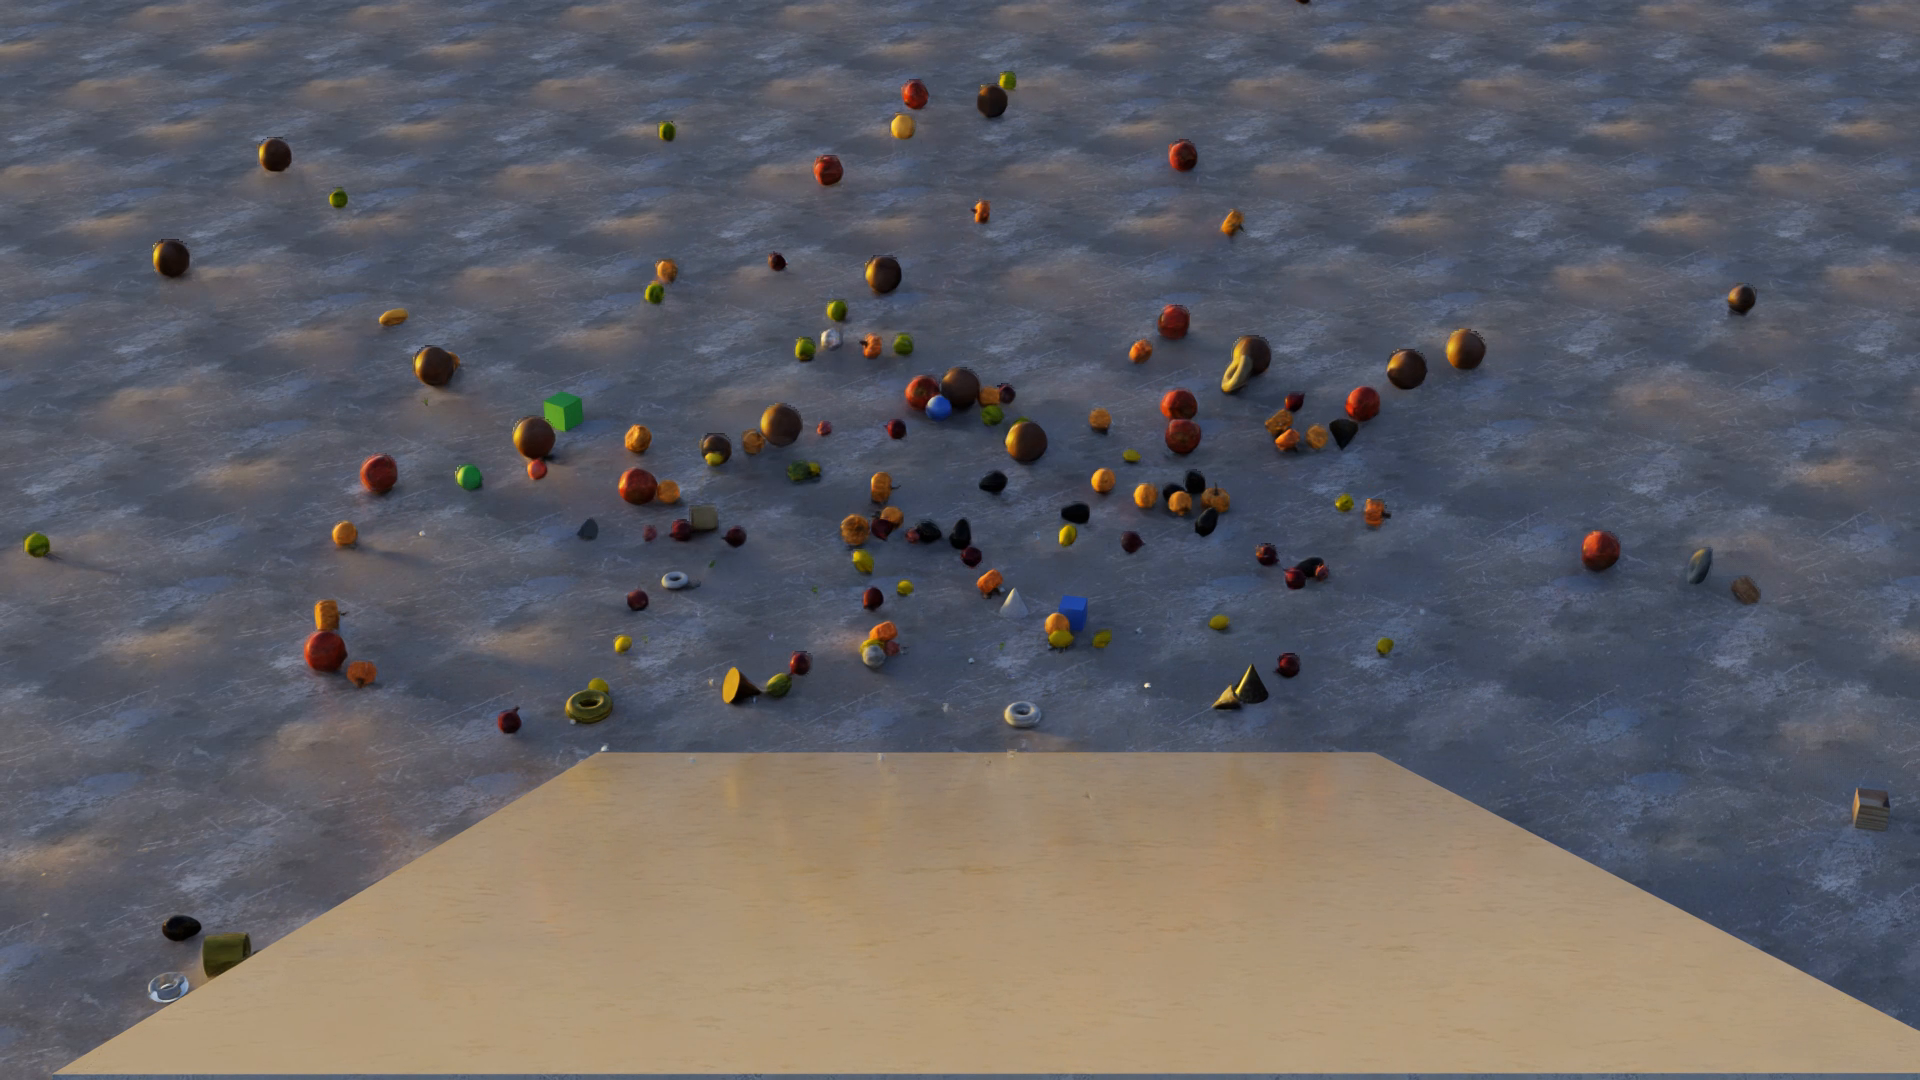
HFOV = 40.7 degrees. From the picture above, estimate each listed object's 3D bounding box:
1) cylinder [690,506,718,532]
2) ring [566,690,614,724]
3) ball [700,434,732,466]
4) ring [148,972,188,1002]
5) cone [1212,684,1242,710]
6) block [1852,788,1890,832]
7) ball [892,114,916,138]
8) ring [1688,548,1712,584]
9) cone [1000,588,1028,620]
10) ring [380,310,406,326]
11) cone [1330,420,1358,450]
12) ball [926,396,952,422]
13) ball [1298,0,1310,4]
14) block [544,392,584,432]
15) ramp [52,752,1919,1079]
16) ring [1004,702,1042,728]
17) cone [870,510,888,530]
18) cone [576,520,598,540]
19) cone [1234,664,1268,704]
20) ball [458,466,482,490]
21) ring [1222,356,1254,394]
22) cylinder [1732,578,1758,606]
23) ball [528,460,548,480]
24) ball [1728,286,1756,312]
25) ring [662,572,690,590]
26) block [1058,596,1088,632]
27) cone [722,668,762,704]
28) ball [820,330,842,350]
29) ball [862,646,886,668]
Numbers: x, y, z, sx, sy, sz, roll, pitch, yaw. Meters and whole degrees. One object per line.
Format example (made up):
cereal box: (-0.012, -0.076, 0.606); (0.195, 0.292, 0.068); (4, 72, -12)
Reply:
cylinder: (-0.773, -0.064, 7.815); (0.074, 0.074, 0.074); (-5, 30, -8)
ring: (-0.997, 0.448, 6.958); (0.128, 0.043, 0.128); (0, 31, 0)
ball: (-0.770, -0.284, 8.174); (0.097, 0.097, 0.097); (0, 30, 0)
ring: (-1.824, 1.030, 5.958); (0.093, 0.031, 0.093); (-1, 30, 1)
cone: (0.711, 0.438, 6.982); (0.075, 0.075, 0.075); (-25, 29, 10)
block: (2.296, 0.680, 6.522); (0.074, 0.074, 0.074); (6, 30, 10)
ball: (-0.233, -1.698, 10.631); (0.098, 0.098, 0.098); (0, 30, 0)
ring: (2.155, 0.076, 7.538); (0.036, 0.109, 0.109); (21, 31, -1)
cone: (0.156, 0.169, 7.400); (0.085, 0.085, 0.085); (0, 30, 0)
ring: (-1.984, -0.777, 9.052); (0.096, 0.032, 0.096); (-19, -11, -4)
cone: (1.228, -0.323, 8.298); (0.093, 0.093, 0.093); (5, 57, 8)
ball: (-0.069, -0.427, 8.435); (0.085, 0.085, 0.085); (0, 30, 0)
ball: (1.613, -2.569, 12.148); (0.095, 0.095, 0.095); (0, 30, 0)
block: (-1.291, -0.418, 8.418); (0.087, 0.087, 0.087); (19, 35, 29)
ramp: (0.067, 0.597, 4.654); (2.000, 0.100, 4.000); (0, 0, 0)
ring: (0.169, 0.468, 6.933); (0.098, 0.033, 0.098); (-1, 31, 0)
cone: (-0.248, -0.052, 7.844); (0.054, 0.054, 0.054); (2, 57, 3)
cone: (-1.133, -0.026, 7.795); (0.062, 0.062, 0.062); (-15, 21, 30)
cone: (0.791, 0.376, 7.025); (0.098, 0.098, 0.098); (0, 30, 0)
ball: (-1.522, -0.193, 8.035); (0.077, 0.077, 0.077); (0, 30, 0)
ring: (0.923, -0.551, 8.608); (0.048, 0.143, 0.143); (31, 27, -14)
cylinder: (2.264, 0.147, 7.463); (0.059, 0.059, 0.059); (-4, 30, -7)
ball: (-1.323, -0.220, 8.100); (0.060, 0.060, 0.060); (0, 30, 0)
ball: (2.771, -0.854, 9.166); (0.096, 0.096, 0.096); (0, 30, 0)
ring: (-0.830, 0.119, 7.545); (0.081, 0.027, 0.081); (-1, 30, 1)
block: (0.321, 0.208, 7.347); (0.069, 0.069, 0.069); (7, 31, 11)
cone: (-0.579, 0.406, 7.028); (0.098, 0.098, 0.098); (16, 21, -28)
ball: (-0.444, -0.689, 8.903); (0.072, 0.072, 0.072); (0, 30, 0)
ball: (-0.238, 0.322, 7.156); (0.062, 0.062, 0.062); (0, 30, 0)
